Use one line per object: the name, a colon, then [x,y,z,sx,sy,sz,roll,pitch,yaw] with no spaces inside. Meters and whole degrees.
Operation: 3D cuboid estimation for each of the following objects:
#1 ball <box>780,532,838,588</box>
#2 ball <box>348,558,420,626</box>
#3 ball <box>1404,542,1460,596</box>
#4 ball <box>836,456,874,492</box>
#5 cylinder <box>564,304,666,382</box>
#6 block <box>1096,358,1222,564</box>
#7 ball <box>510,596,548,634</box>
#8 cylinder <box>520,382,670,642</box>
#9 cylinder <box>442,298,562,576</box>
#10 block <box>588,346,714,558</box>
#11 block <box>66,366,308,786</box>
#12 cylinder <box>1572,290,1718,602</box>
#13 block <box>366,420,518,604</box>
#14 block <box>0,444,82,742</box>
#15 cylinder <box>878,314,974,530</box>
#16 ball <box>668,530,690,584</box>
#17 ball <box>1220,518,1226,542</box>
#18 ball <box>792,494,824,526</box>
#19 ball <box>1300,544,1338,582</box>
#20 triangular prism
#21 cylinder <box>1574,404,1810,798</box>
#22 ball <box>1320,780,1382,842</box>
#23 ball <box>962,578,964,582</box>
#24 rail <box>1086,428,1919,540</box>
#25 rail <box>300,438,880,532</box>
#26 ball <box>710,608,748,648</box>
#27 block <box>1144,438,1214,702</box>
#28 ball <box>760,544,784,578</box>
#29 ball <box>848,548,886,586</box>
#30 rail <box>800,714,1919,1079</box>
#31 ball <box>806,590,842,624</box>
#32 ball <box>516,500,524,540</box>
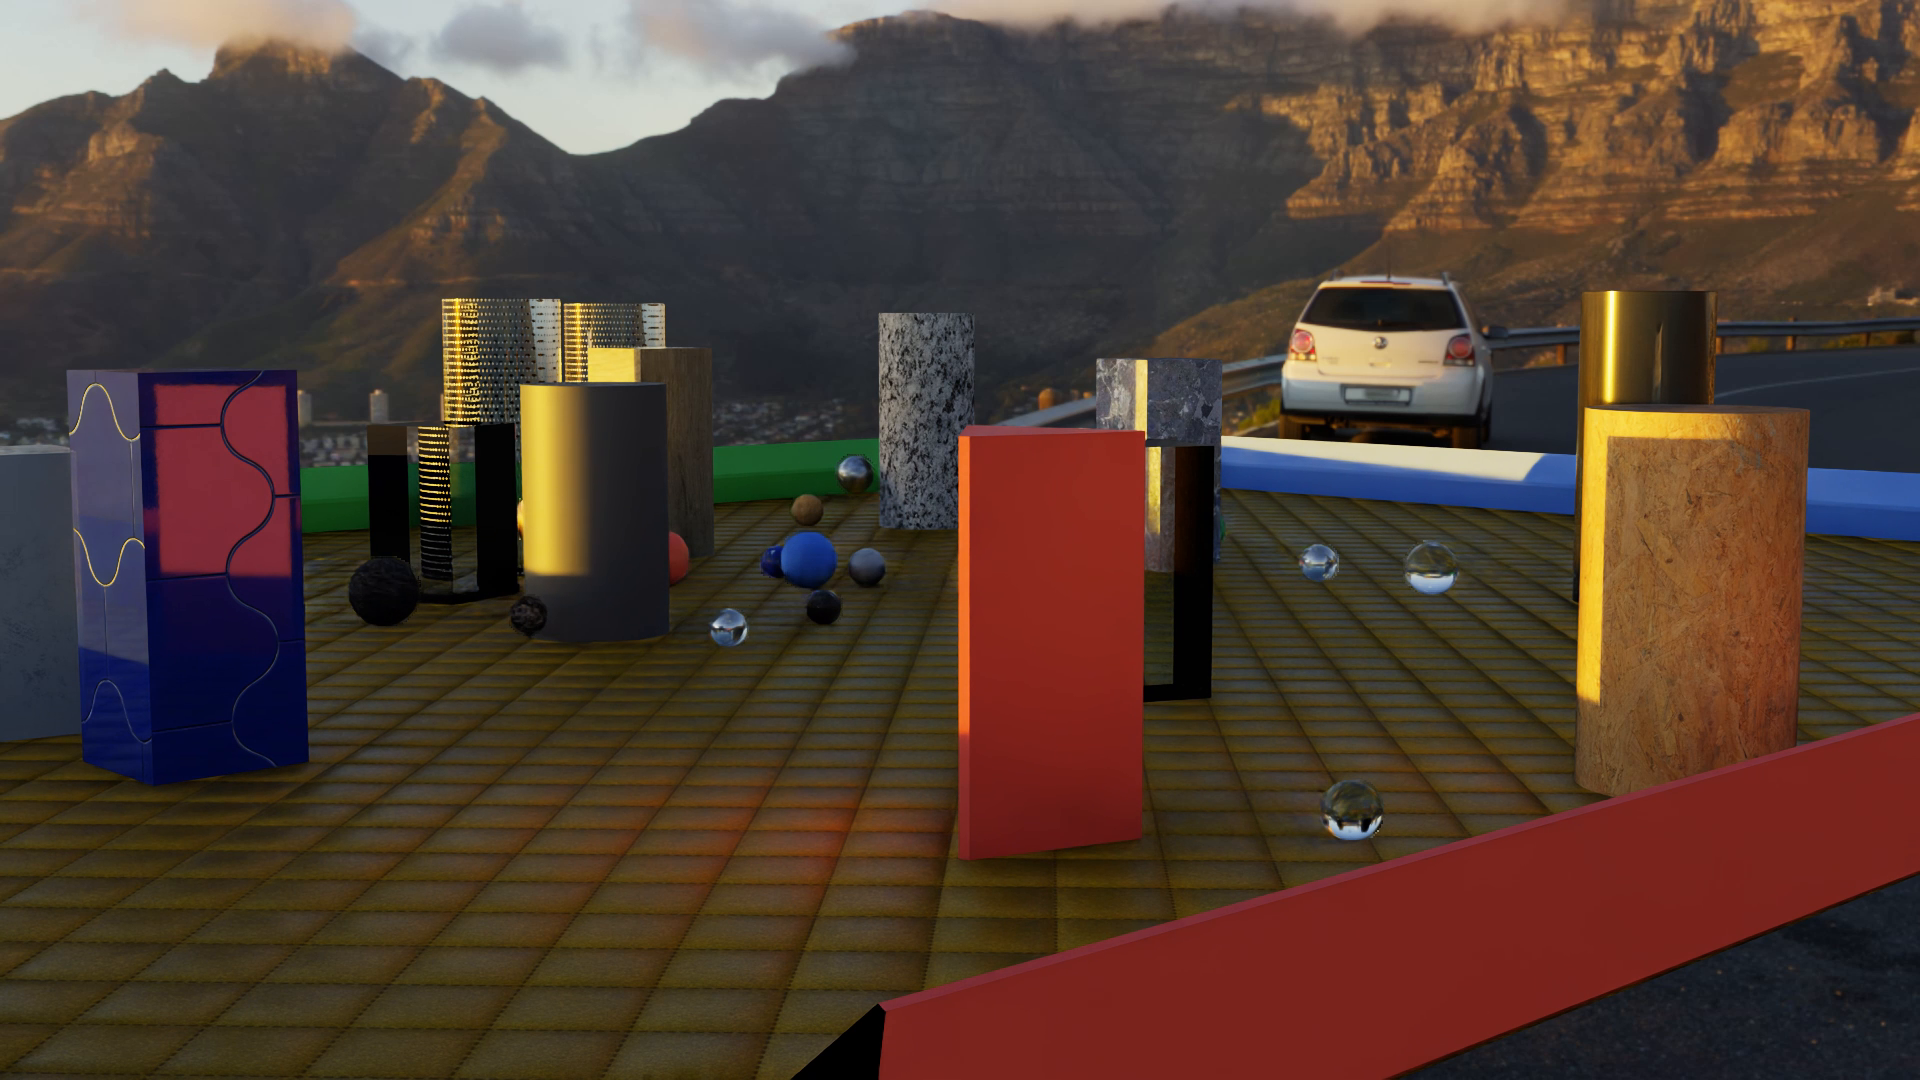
ball: [-0.243,0.032,3.537,0.092,0.092,0.092,0,6,0]
ball: [-0.816,0.073,3.115,0.097,0.097,0.097,0,6,0]
ball: [0.740,0.045,3.448,0.084,0.084,0.084,0,6,0]
ball: [-0.214,-0.134,4.505,0.076,0.076,0.076,0,6,0]
cylinder: [-0.686,-0.241,4.386,0.199,0.459,0.199,0,6,0]
block: [0.351,-0.141,3.900,0.159,0.360,0.159,-3,7,-29]
ball: [-0.574,0.100,2.930,0.050,0.050,0.050,0,6,0]
cylinder: [-0.504,-0.043,3.042,0.199,0.344,0.199,0,6,0]
cylinder: [-0.781,-0.179,3.765,0.199,0.465,0.199,0,6,0]
block: [-0.561,-0.160,3.996,0.159,0.377,0.159,-6,8,-44]
block: [-0.757,0.027,2.159,0.159,0.387,0.159,-6,8,-44]
cylinder: [1.044,-0.141,3.358,0.199,0.473,0.199,0,6,0]
block: [-0.806,-0.046,3.431,0.159,0.269,0.159,3,7,26]
block: [-1.022,0.053,2.339,0.159,0.297,0.159,-4,7,-36]
cylinder: [-0.069,-0.250,4.561,0.199,0.440,0.199,0,6,0]
ball: [-0.484,0.029,3.561,0.092,0.092,0.092,0,6,0]
ball: [0.461,-0.019,4.122,0.072,0.072,0.072,0,6,0]
ball: [-0.316,-0.062,4.554,0.067,0.067,0.067,0,6,0]
ball: [0.590,0.038,3.624,0.062,0.062,0.062,0,6,0]
triangular prism: [0.045,0.078,1.876,0.172,0.345,0.149,-3,7,-27]
cylinder: [0.682,0.054,2.057,0.199,0.354,0.199,0,6,0]
ball: [0.329,0.228,1.852,0.052,0.052,0.052,0,6,0]
ball: [0.054,0.059,3.245,0.099,0.099,0.099,0,6,0]
rail: [1.451,-0.105,4.663,0.045,0.129,3.391,-5,8,-42]
rail: [-1.134,-0.094,4.554,3.995,0.129,0.045,-5,8,-42]
ball: [-0.307,0.117,2.918,0.051,0.051,0.051,0,6,0]
block: [0.188,0.032,2.571,0.159,0.291,0.159,-2,6,-20]
ball: [-0.305,0.036,3.673,0.056,0.056,0.056,0,6,0]
ball: [-0.151,0.044,3.566,0.062,0.062,0.062,0,6,0]
rail: [1.134,0.161,2.110,3.995,0.129,0.045,-5,8,-42]
ball: [-0.194,0.095,3.127,0.051,0.051,0.051,0,6,0]
ball: [-0.692,-0.035,3.654,0.095,0.095,0.095,0,6,0]
